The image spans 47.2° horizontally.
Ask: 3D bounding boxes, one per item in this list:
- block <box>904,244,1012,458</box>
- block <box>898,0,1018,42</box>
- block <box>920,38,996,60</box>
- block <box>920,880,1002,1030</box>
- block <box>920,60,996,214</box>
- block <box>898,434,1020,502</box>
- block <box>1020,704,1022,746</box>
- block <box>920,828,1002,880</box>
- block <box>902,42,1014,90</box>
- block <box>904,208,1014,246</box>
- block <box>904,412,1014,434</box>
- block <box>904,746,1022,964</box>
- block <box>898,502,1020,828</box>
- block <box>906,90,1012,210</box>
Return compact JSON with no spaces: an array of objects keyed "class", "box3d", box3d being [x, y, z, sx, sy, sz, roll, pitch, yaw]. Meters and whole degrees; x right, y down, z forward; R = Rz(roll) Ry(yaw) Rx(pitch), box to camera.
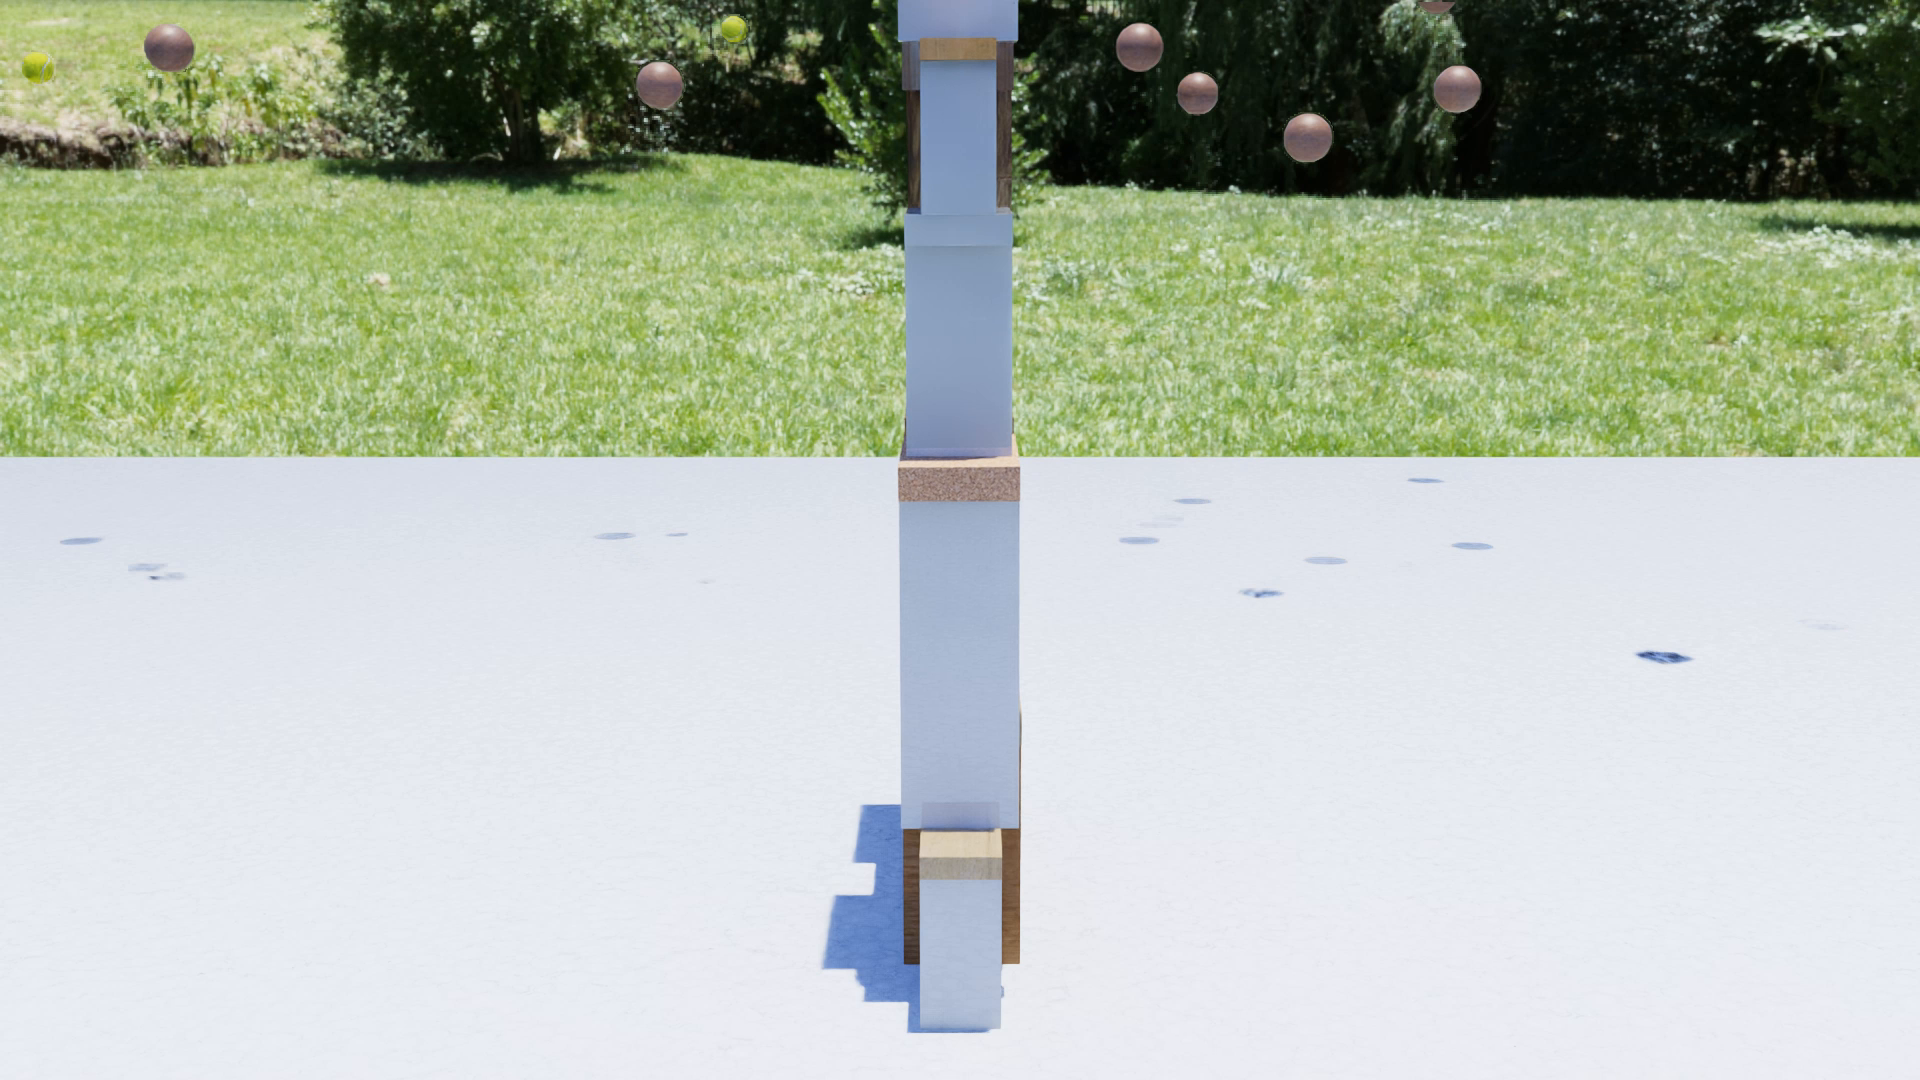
[{"class":"block","box3d":[-0.001,-0.271,3.132,0.151,0.301,0.043,0,10,0]},{"class":"block","box3d":[-0.003,-0.864,3.055,0.167,0.334,0.047,0,10,0]},{"class":"block","box3d":[-0.003,-0.684,3.081,0.104,0.029,0.208,0,10,0]},{"class":"block","box3d":[0.001,0.577,3.110,0.115,0.229,0.033,0,11,0]},{"class":"block","box3d":[-0.002,-0.555,3.035,0.104,0.208,0.029,0,11,0]},{"class":"block","box3d":[-0.001,-0.108,3.214,0.170,0.048,0.339,0,10,0]},{"class":"block","box3d":[0.003,0.247,3.429,0.178,0.050,0.356,0,11,0]},{"class":"block","box3d":[0.001,0.434,3.161,0.115,0.033,0.229,0,11,0]},{"class":"block","box3d":[-0.003,-0.874,3.282,0.167,0.398,0.047,0,11,0]},{"class":"block","box3d":[-0.002,-0.458,3.199,0.151,0.043,0.301,0,10,0]},{"class":"block","box3d":[-0.001,-0.201,3.662,0.174,0.049,0.348,0,11,0]},{"class":"block","box3d":[0.003,0.469,3.349,0.178,0.355,0.050,0,11,0]},{"class":"block","box3d":[0.000,0.174,3.150,0.170,0.483,0.048,0,10,0]},{"class":"block","box3d":[-0.001,-0.605,3.620,0.171,0.341,0.048,0,11,0]}]
